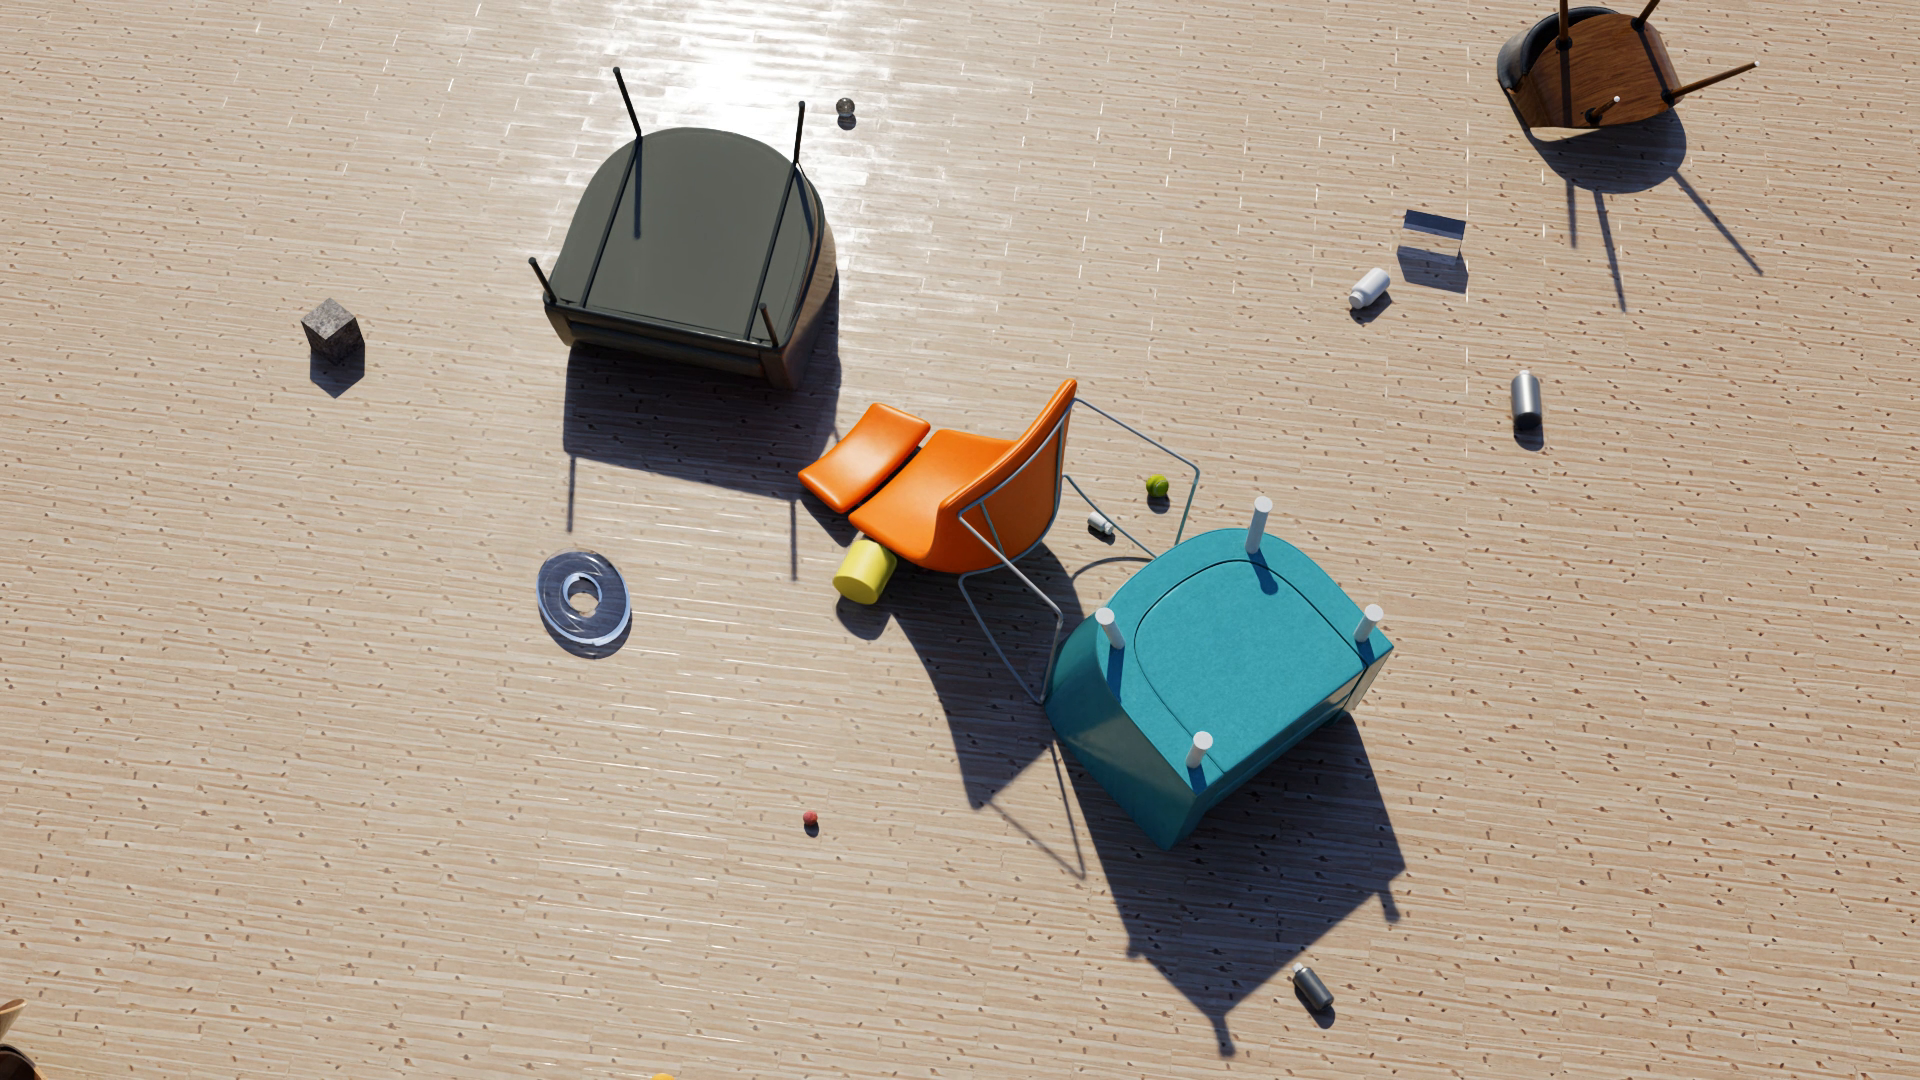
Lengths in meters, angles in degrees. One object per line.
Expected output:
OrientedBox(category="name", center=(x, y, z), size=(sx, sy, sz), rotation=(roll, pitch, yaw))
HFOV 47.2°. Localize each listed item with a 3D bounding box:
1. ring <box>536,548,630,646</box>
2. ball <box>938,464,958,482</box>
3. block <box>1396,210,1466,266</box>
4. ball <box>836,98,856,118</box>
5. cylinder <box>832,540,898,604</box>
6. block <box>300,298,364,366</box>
OrientedBox(category="ring", center=(-1.102, 0.163, 6.433), size=(0.258, 0.053, 0.363), rotation=(-25, 59, -15))
OrientedBox(category="ball", center=(-0.036, -0.205, 6.677), size=(0.057, 0.057, 0.057), rotation=(0, 56, 0))
OrientedBox(category="block", center=(1.533, -0.984, 7.159), size=(0.194, 0.125, 0.085), rotation=(13, 57, 9))
OrientedBox(category="ball", center=(-0.392, -1.482, 7.528), size=(0.067, 0.067, 0.067), rotation=(0, 56, 0))
OrientedBox(category="cylinder", center=(-0.278, 0.094, 6.432), size=(0.147, 0.129, 0.136), rotation=(10, 55, 28))
OrientedBox(category="block", center=(-1.977, -0.656, 6.933), size=(0.122, 0.135, 0.121), rotation=(35, 63, 21))
